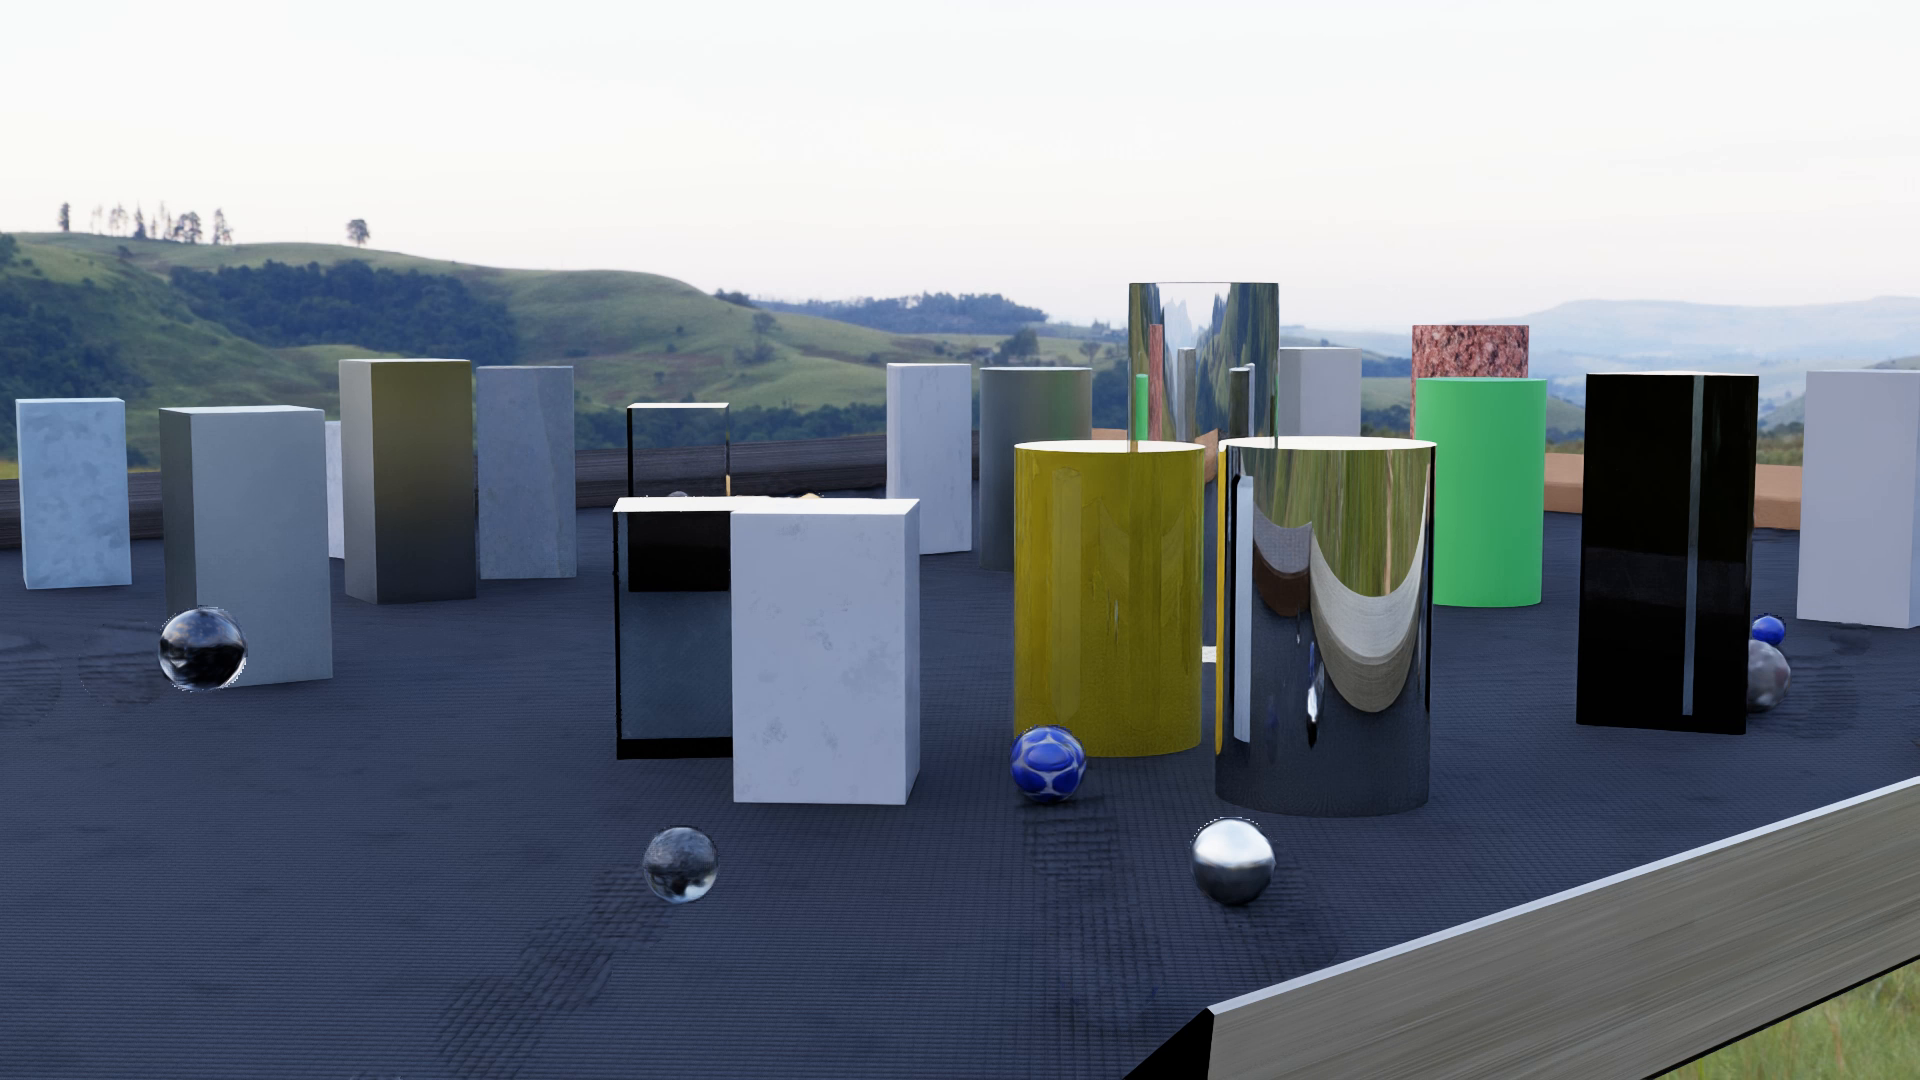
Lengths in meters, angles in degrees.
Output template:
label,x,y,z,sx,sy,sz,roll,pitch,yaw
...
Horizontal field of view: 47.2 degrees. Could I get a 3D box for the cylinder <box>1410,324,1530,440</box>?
label,x,y,z,sx,sy,sz,roll,pitch,yaw
cylinder,0.875,-0.160,3.791,0.195,0.418,0.195,0,6,0

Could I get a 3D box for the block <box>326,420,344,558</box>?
label,x,y,z,sx,sy,sz,roll,pitch,yaw
block,-1.102,-0.096,4.038,0.156,0.239,0.156,5,8,42

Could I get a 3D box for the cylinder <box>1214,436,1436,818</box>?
label,x,y,z,sx,sy,sz,roll,pitch,yaw
cylinder,0.333,0.073,2.014,0.195,0.324,0.195,0,6,0

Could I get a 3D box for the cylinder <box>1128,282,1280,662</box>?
label,x,y,z,sx,sy,sz,roll,pitch,yaw
cylinder,0.315,-0.093,2.861,0.195,0.479,0.195,0,6,0

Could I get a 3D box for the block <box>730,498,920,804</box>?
label,x,y,z,sx,sy,sz,roll,pitch,yaw
block,-0.122,0.099,2.053,0.156,0.263,0.156,0,6,4

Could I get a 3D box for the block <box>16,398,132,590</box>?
label,x,y,z,sx,sy,sz,roll,pitch,yaw
block,-1.451,-0.080,3.599,0.156,0.298,0.156,-3,7,-25

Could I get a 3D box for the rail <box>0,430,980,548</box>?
label,x,y,z,sx,sy,sz,roll,pitch,yaw
rail,-1.203,-0.103,4.628,4.043,0.127,0.045,-5,8,-42

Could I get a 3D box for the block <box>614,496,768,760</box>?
label,x,y,z,sx,sy,sz,roll,pitch,yaw
block,-0.271,0.086,2.256,0.156,0.248,0.156,-1,6,-6

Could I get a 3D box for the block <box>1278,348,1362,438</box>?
label,x,y,z,sx,sy,sz,roll,pitch,yaw
block,0.662,-0.185,4.254,0.156,0.371,0.156,-4,7,-34

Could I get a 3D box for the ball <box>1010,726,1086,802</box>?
label,x,y,z,sx,sy,sz,roll,pitch,yaw
ball,0.080,0.204,1.992,0.069,0.069,0.069,0,6,0

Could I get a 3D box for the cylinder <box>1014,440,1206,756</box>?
label,x,y,z,sx,sy,sz,roll,pitch,yaw
cylinder,0.154,0.055,2.278,0.195,0.305,0.195,0,6,0

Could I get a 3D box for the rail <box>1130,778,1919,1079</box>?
label,x,y,z,sx,sy,sz,roll,pitch,yaw
rail,1.203,0.169,2.036,4.043,0.127,0.045,-5,8,-42

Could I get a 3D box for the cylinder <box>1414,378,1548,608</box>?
label,x,y,z,sx,sy,sz,roll,pitch,yaw
cylinder,0.797,-0.078,3.382,0.195,0.339,0.195,0,6,0

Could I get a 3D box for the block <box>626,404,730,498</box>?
label,x,y,z,sx,sy,sz,roll,pitch,yaw
block,-0.458,-0.076,3.601,0.156,0.289,0.156,0,6,-4

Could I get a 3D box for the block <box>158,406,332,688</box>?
label,x,y,z,sx,sy,sz,roll,pitch,yaw
block,-0.869,0.004,2.674,0.156,0.325,0.156,-4,7,-32

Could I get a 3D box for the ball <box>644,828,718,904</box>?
label,x,y,z,sx,sy,sz,roll,pitch,yaw
ball,-0.210,0.245,1.656,0.057,0.057,0.057,0,6,0

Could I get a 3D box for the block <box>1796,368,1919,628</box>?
label,x,y,z,sx,sy,sz,roll,pitch,yaw
block,1.321,-0.065,3.171,0.156,0.357,0.156,5,8,41

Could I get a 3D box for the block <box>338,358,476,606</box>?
label,x,y,z,sx,sy,sz,roll,pitch,yaw
block,-0.857,-0.095,3.410,0.156,0.367,0.156,-4,7,-33

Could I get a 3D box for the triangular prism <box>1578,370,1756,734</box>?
label,x,y,z,sx,sy,sz,roll,pitch,yaw
triangular prism,0.771,0.007,2.390,0.169,0.377,0.147,2,6,21

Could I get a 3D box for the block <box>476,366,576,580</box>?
label,x,y,z,sx,sy,sz,roll,pitch,yaw
block,-0.731,-0.118,3.716,0.156,0.348,0.156,-1,6,-9

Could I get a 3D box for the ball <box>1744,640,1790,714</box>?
label,x,y,z,sx,sy,sz,roll,pitch,yaw
ball,0.874,0.151,2.429,0.082,0.082,0.082,0,6,0

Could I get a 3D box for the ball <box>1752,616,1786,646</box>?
label,x,y,z,sx,sy,sz,roll,pitch,yaw
ball,1.068,0.121,2.907,0.042,0.042,0.042,0,6,0

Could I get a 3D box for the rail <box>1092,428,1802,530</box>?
label,x,y,z,sx,sy,sz,roll,pitch,yaw
rail,1.468,-0.108,4.679,0.045,0.127,3.594,-5,8,-42

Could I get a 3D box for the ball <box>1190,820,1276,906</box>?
label,x,y,z,sx,sy,sz,roll,pitch,yaw
ball,0.204,0.242,1.650,0.064,0.064,0.064,0,6,0

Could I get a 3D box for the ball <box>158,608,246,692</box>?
label,x,y,z,sx,sy,sz,roll,pitch,yaw
ball,-0.872,0.126,2.531,0.096,0.096,0.096,0,6,0

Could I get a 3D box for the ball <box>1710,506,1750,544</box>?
label,x,y,z,sx,sy,sz,roll,pitch,yaw
ball,1.474,-0.030,4.206,0.072,0.072,0.072,0,6,0

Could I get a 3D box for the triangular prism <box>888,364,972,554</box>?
label,x,y,z,sx,sy,sz,roll,pitch,yaw
triangular prism,-0.090,-0.153,4.077,0.169,0.344,0.147,-4,7,-37

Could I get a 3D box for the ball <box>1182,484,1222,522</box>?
label,x,y,z,sx,sy,sz,roll,pitch,yaw
ball,0.510,-0.079,4.630,0.081,0.081,0.081,0,6,0

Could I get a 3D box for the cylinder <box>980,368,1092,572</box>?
label,x,y,z,sx,sy,sz,roll,pitch,yaw
cylinder,0.131,-0.126,3.819,0.195,0.343,0.195,0,6,0

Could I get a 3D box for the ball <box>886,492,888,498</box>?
label,x,y,z,sx,sy,sz,roll,pitch,yaw
ball,-0.146,-0.096,4.968,0.044,0.044,0.044,0,6,0
